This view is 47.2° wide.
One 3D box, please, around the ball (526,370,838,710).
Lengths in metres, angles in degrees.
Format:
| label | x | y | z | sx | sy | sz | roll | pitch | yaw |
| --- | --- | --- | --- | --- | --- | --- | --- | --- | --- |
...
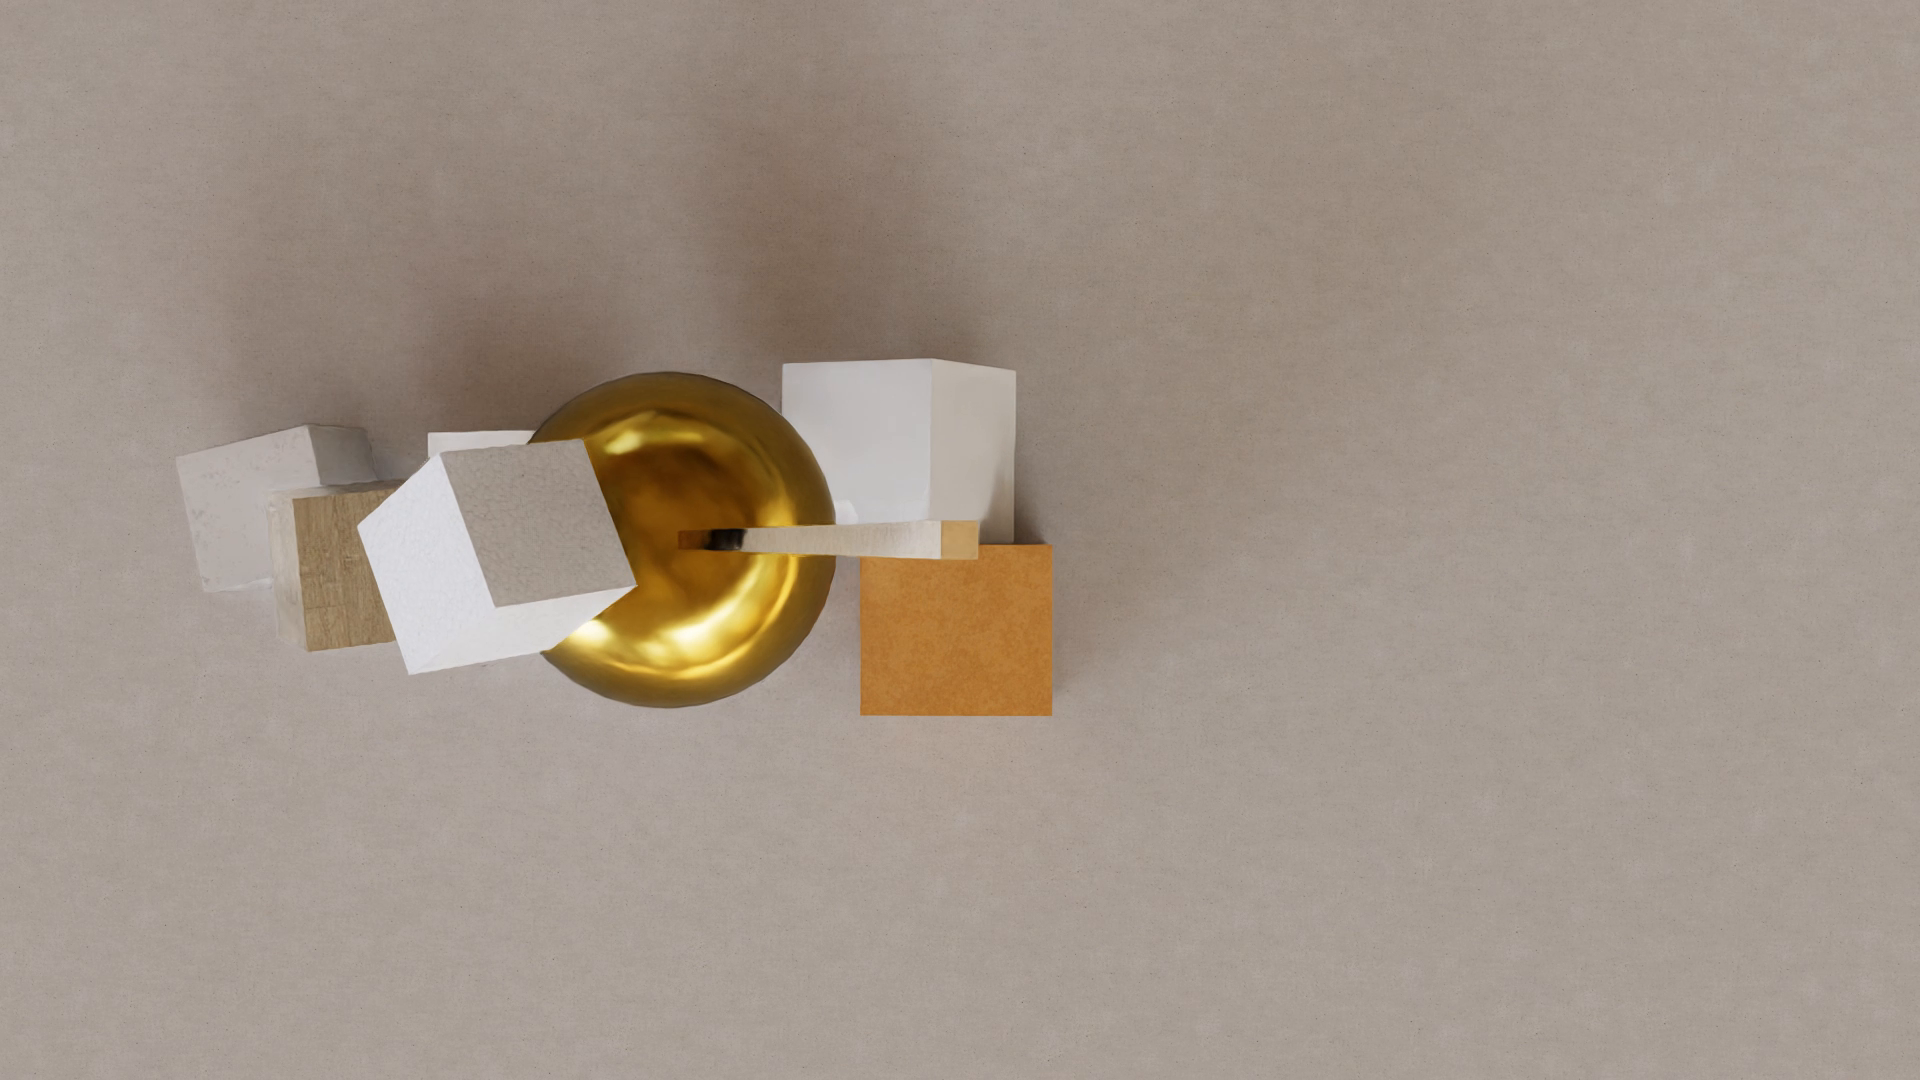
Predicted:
| label | x | y | z | sx | sy | sz | roll | pitch | yaw |
| --- | --- | --- | --- | --- | --- | --- | --- | --- | --- |
| ball | -1.379 | 0.000 | 10.399 | 1.600 | 1.600 | 1.600 | 0 | 90 | 0 |

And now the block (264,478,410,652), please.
| label | x | y | z | sx | sy | sz | roll | pitch | yaw |
| --- | --- | --- | --- | --- | --- | --- | --- | --- | --- |
| block | -3.114 | 0.112 | 11.388 | 0.743 | 0.798 | 0.765 | -7 | 97 | -27 |

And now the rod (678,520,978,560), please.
| label | x | y | z | sx | sy | sz | roll | pitch | yaw |
| --- | --- | --- | --- | --- | --- | --- | --- | --- | --- |
| rod | -0.597 | 0.000 | 7.090 | 0.080 | 5.200 | 0.080 | 0 | 90 | -13 |

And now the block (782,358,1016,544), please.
| label | x | y | z | sx | sy | sz | roll | pitch | yaw |
| --- | --- | --- | --- | --- | --- | --- | --- | --- | --- |
| block | -0.343 | -0.480 | 12.364 | 0.990 | 0.878 | 0.982 | 1 | 90 | 32 |

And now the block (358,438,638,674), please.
| label | x | y | z | sx | sy | sz | roll | pitch | yaw |
| --- | --- | --- | --- | --- | --- | --- | --- | --- | --- |
| block | -1.972 | 0.066 | 9.363 | 0.718 | 0.730 | 0.696 | -33 | 74 | 40 |

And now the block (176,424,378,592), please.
| label | x | y | z | sx | sy | sz | roll | pitch | yaw |
| --- | --- | --- | --- | --- | --- | --- | --- | --- | --- |
| block | -3.840 | -0.176 | 12.553 | 0.805 | 0.762 | 0.772 | -13 | 89 | 9 |

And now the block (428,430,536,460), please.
| label | x | y | z | sx | sy | sz | roll | pitch | yaw |
| --- | --- | --- | --- | --- | --- | --- | --- | --- | --- |
| block | -2.437 | -0.168 | 12.538 | 0.922 | 0.877 | 0.869 | -2 | 90 | 3 |

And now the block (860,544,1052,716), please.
| label | x | y | z | sx | sy | sz | roll | pitch | yaw |
| --- | --- | --- | --- | --- | --- | --- | --- | --- | --- |
| block | -0.019 | 0.498 | 12.565 | 1.058 | 0.869 | 0.944 | 0 | 90 | 0 |
